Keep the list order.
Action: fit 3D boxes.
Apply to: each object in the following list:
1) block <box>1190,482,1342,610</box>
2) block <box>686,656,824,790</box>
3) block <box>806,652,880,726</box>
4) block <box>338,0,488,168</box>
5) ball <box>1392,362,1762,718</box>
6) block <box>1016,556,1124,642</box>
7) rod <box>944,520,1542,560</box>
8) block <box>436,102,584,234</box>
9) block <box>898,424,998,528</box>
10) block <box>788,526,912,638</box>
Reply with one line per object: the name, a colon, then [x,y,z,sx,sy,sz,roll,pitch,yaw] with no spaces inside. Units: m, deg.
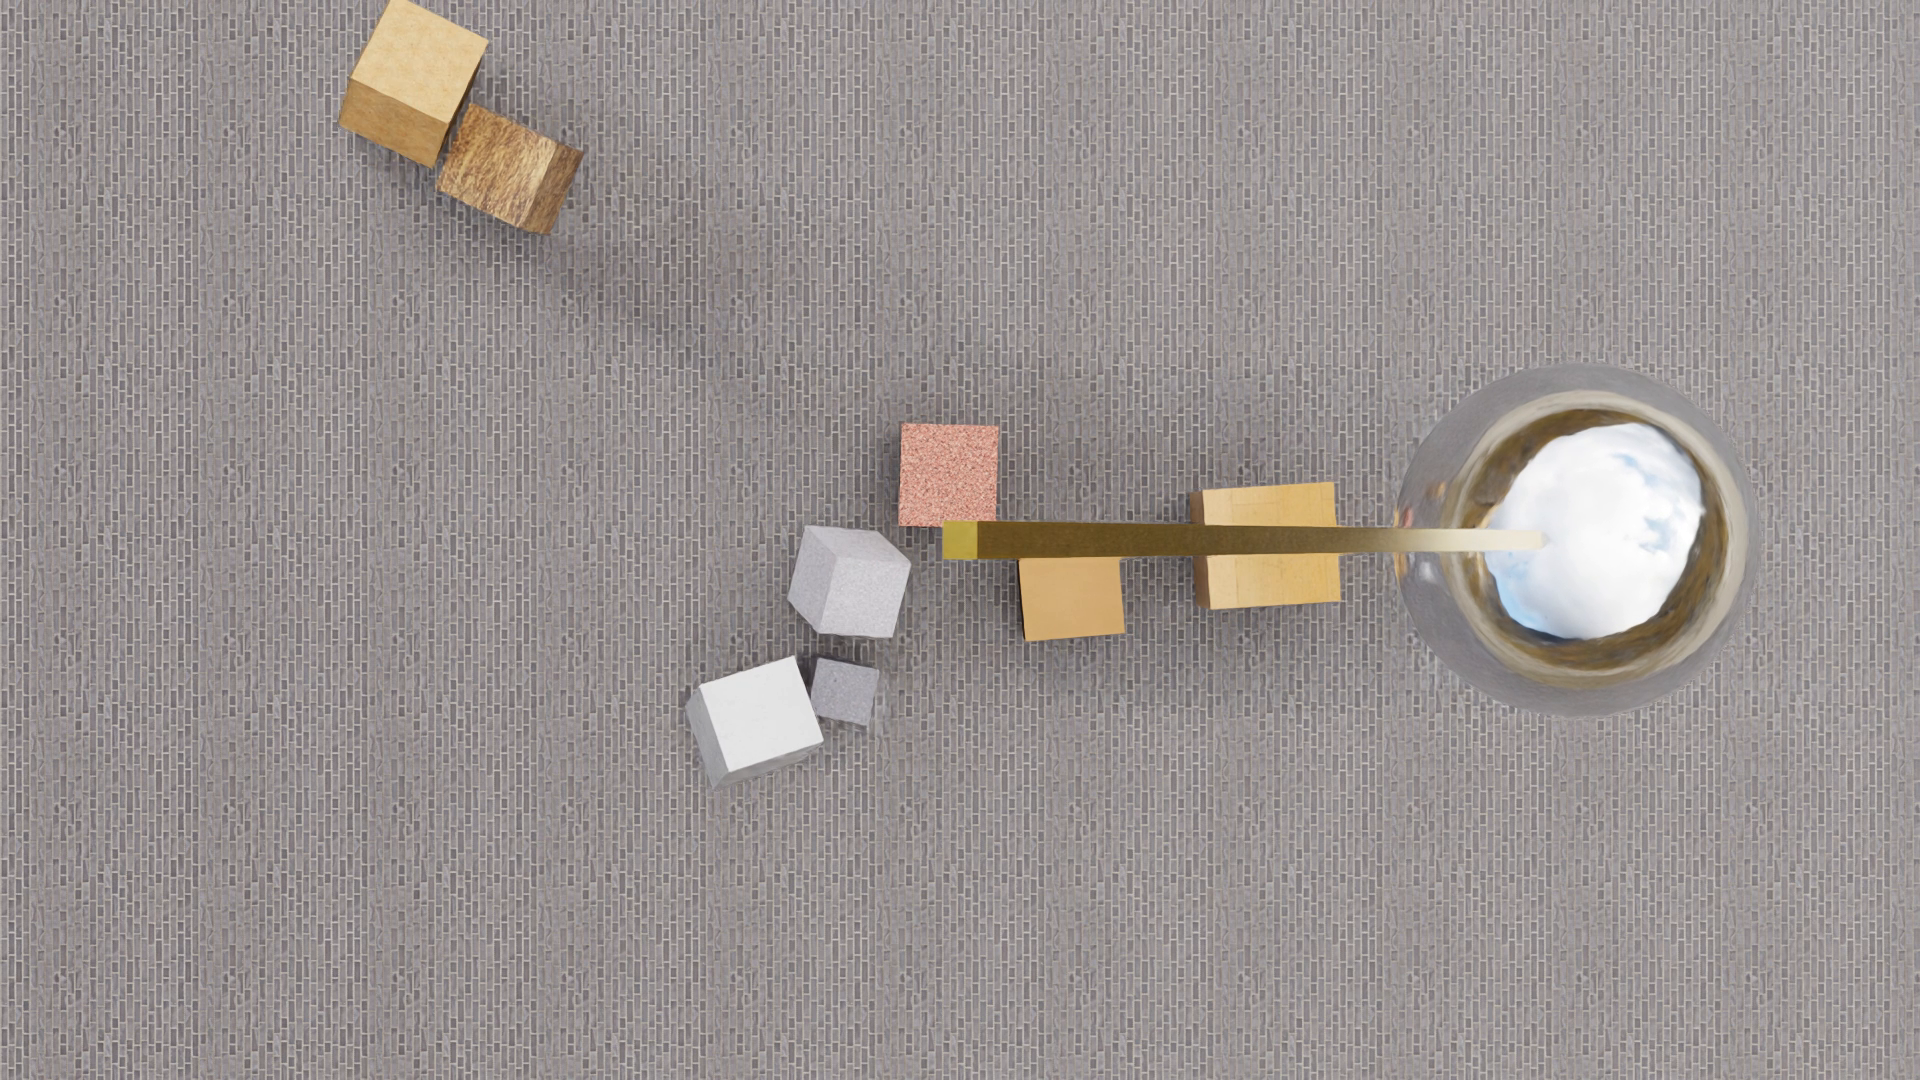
block: [1.739,0.031,12.627,0.729,0.745,0.667,-4,90,0]
block: [-1.128,0.999,11.988,0.541,0.561,0.490,-17,79,-19]
block: [-0.695,0.863,12.768,0.360,0.409,0.324,12,89,-8]
block: [-3.032,-2.534,12.194,0.557,0.542,0.588,24,65,-14]
ball: [2.760,0.000,9.913,1.600,1.600,1.600,0,90,0]
block: [0.632,0.302,12.735,0.566,0.529,0.502,-5,90,0]
rod: [1.196,0.000,6.894,0.080,5.200,0.080,0,90,27]
block: [-2.596,-2.138,12.703,0.564,0.473,0.527,26,97,6]
block: [-0.064,-0.363,12.723,0.547,0.555,0.580,2,90,0]
block: [-0.638,0.239,12.621,0.471,0.471,0.466,5,110,-30]
